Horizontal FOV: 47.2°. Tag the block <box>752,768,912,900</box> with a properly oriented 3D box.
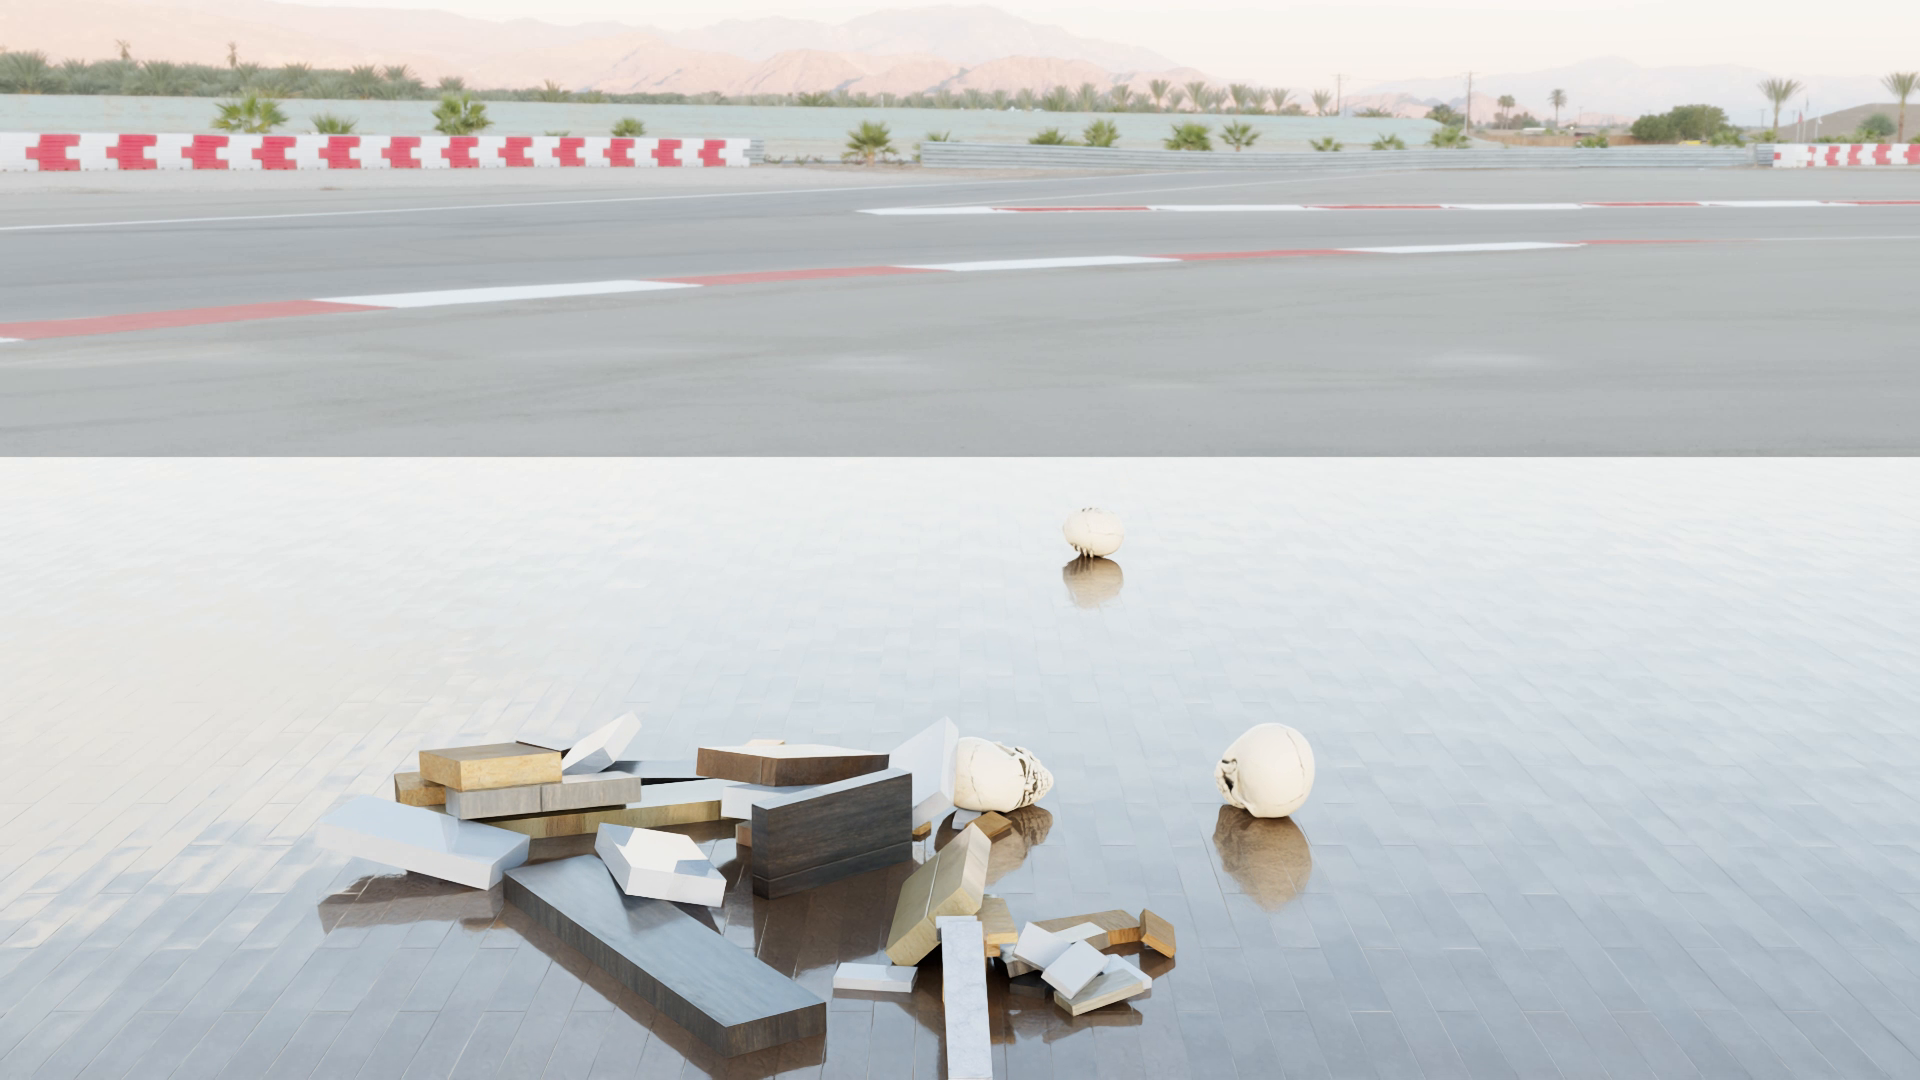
[{"bbox_3d":[-0.214,0.497,3.740,0.314,0.157,0.044,-9,14,-41],"label":"block"}]

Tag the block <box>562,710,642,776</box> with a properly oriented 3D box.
[{"bbox_3d":[-0.717,0.417,4.317,0.135,0.038,0.269,-31,7,8],"label":"block"}]

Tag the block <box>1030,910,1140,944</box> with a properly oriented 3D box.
[{"bbox_3d":[0.200,0.616,3.464,0.163,0.023,0.081,-4,11,-22],"label":"block"}]

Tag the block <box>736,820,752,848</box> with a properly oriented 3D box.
[{"bbox_3d":[-0.273,0.531,3.895,0.237,0.034,0.118,9,14,41],"label":"block"}]

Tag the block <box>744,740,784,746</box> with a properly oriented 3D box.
[{"bbox_3d":[-0.398,0.419,4.394,0.066,0.019,0.132,1,4,9],"label":"block"}]

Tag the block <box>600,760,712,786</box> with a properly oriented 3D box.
[{"bbox_3d":[-0.539,0.461,4.273,0.340,0.034,0.118,0,11,-1],"label":"block"}]

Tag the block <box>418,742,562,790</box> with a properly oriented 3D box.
[{"bbox_3d":[-0.873,0.417,4.070,0.180,0.051,0.360,-3,-1,-25],"label":"block"}]

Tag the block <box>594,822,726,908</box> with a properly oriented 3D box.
[{"bbox_3d":[-0.502,0.539,3.662,0.157,0.044,0.314,12,2,-19],"label":"block"}]

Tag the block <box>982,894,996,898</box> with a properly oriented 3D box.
[{"bbox_3d":[0.026,0.576,3.417,0.057,0.016,0.113,0,9,2],"label":"block"}]

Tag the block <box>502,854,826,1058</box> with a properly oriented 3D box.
[{"bbox_3d":[-0.473,0.622,3.374,0.160,0.045,0.780,-7,13,-33],"label":"block"}]

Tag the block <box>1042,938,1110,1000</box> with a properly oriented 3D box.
[{"bbox_3d":[0.170,0.628,3.223,0.054,0.015,0.109,35,32,18],"label":"block"}]

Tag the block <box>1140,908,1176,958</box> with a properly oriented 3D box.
[{"bbox_3d":[0.308,0.613,3.431,0.054,0.015,0.109,31,11,-3],"label":"block"}]

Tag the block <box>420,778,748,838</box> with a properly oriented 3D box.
[{"bbox_3d":[-0.688,0.500,4.047,0.665,0.038,0.135,-4,11,-19],"label":"block"}]

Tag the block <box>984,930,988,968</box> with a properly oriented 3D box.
[{"bbox_3d":[0.010,0.615,3.243,0.059,0.119,0.017,0,47,0],"label":"block"}]

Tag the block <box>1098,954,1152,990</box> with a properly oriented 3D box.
[{"bbox_3d":[0.237,0.651,3.301,0.054,0.015,0.109,-5,12,-25],"label":"block"}]

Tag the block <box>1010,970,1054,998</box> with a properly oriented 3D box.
[{"bbox_3d":[0.120,0.654,3.282,0.054,0.015,0.109,4,11,22],"label":"block"}]

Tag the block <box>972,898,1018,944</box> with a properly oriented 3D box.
[{"bbox_3d":[0.049,0.575,3.323,0.054,0.015,0.165,-1,9,-6],"label":"block"}]

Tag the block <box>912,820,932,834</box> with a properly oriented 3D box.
[{"bbox_3d":[-0.103,0.520,4.013,0.091,0.013,0.045,5,12,26],"label":"block"}]

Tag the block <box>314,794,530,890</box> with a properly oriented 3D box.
[{"bbox_3d":[-0.923,0.518,3.785,0.320,0.045,0.160,12,13,10],"label":"block"}]

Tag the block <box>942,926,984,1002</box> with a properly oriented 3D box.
[{"bbox_3d":[0.005,0.616,3.198,0.059,0.119,0.017,0,22,-1],"label":"block"}]

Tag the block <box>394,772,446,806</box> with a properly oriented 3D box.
[{"bbox_3d":[-0.960,0.470,4.225,0.237,0.034,0.118,-4,11,-19],"label":"block"}]

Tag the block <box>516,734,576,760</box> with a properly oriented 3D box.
[{"bbox_3d":[-0.842,0.424,4.514,0.132,0.019,0.066,8,13,36],"label":"block"}]

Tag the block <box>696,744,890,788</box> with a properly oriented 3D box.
[{"bbox_3d":[-0.306,0.418,4.096,0.180,0.051,0.360,4,-1,33],"label":"block"}]

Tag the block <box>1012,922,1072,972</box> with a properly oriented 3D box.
[{"bbox_3d":[0.137,0.617,3.269,0.109,0.054,0.015,27,-32,1],"label":"block"}]

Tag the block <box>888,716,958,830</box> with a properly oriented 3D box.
[{"bbox_3d":[-0.072,0.435,4.028,0.135,0.038,0.269,-34,19,16],"label":"block"}]

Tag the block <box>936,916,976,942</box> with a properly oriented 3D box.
[{"bbox_3d":[-0.005,0.573,3.244,0.059,0.017,0.119,-1,-20,0],"label":"block"}]

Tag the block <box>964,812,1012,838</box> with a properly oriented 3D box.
[{"bbox_3d":[0.051,0.518,3.986,0.045,0.013,0.091,26,22,27],"label":"block"}]

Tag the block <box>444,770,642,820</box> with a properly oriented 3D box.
[{"bbox_3d":[-0.749,0.457,3.950,0.320,0.045,0.160,-3,-1,-22],"label":"block"}]

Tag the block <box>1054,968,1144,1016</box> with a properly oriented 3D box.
[{"bbox_3d":[0.202,0.659,3.206,0.117,0.017,0.058,-14,15,-22],"label":"block"}]

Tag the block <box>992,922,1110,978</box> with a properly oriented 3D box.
[{"bbox_3d":[0.137,0.619,3.327,0.163,0.023,0.081,-15,5,-14],"label":"block"}]

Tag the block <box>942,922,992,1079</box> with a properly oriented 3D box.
[{"bbox_3d":[0.008,0.638,3.046,0.058,0.017,0.292,0,34,-3],"label":"block"}]

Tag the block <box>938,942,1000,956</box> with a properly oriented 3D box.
[{"bbox_3d":[0.011,0.616,3.365,0.081,0.023,0.163,-1,-3,-6],"label":"block"}]

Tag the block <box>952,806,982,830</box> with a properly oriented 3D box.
[{"bbox_3d":[0.014,0.512,4.042,0.045,0.013,0.091,6,11,5],"label":"block"}]

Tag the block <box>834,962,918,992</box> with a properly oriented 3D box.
[{"bbox_3d":[-0.126,0.653,3.284,0.117,0.017,0.059,2,11,9],"label":"block"}]

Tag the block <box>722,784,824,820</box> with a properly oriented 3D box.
[{"bbox_3d":[-0.266,0.470,3.965,0.180,0.051,0.360,4,-1,21],"label":"block"}]

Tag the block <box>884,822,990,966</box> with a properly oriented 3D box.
[{"bbox_3d":[-0.031,0.558,3.459,0.157,0.044,0.314,-42,5,10],"label":"block"}]
